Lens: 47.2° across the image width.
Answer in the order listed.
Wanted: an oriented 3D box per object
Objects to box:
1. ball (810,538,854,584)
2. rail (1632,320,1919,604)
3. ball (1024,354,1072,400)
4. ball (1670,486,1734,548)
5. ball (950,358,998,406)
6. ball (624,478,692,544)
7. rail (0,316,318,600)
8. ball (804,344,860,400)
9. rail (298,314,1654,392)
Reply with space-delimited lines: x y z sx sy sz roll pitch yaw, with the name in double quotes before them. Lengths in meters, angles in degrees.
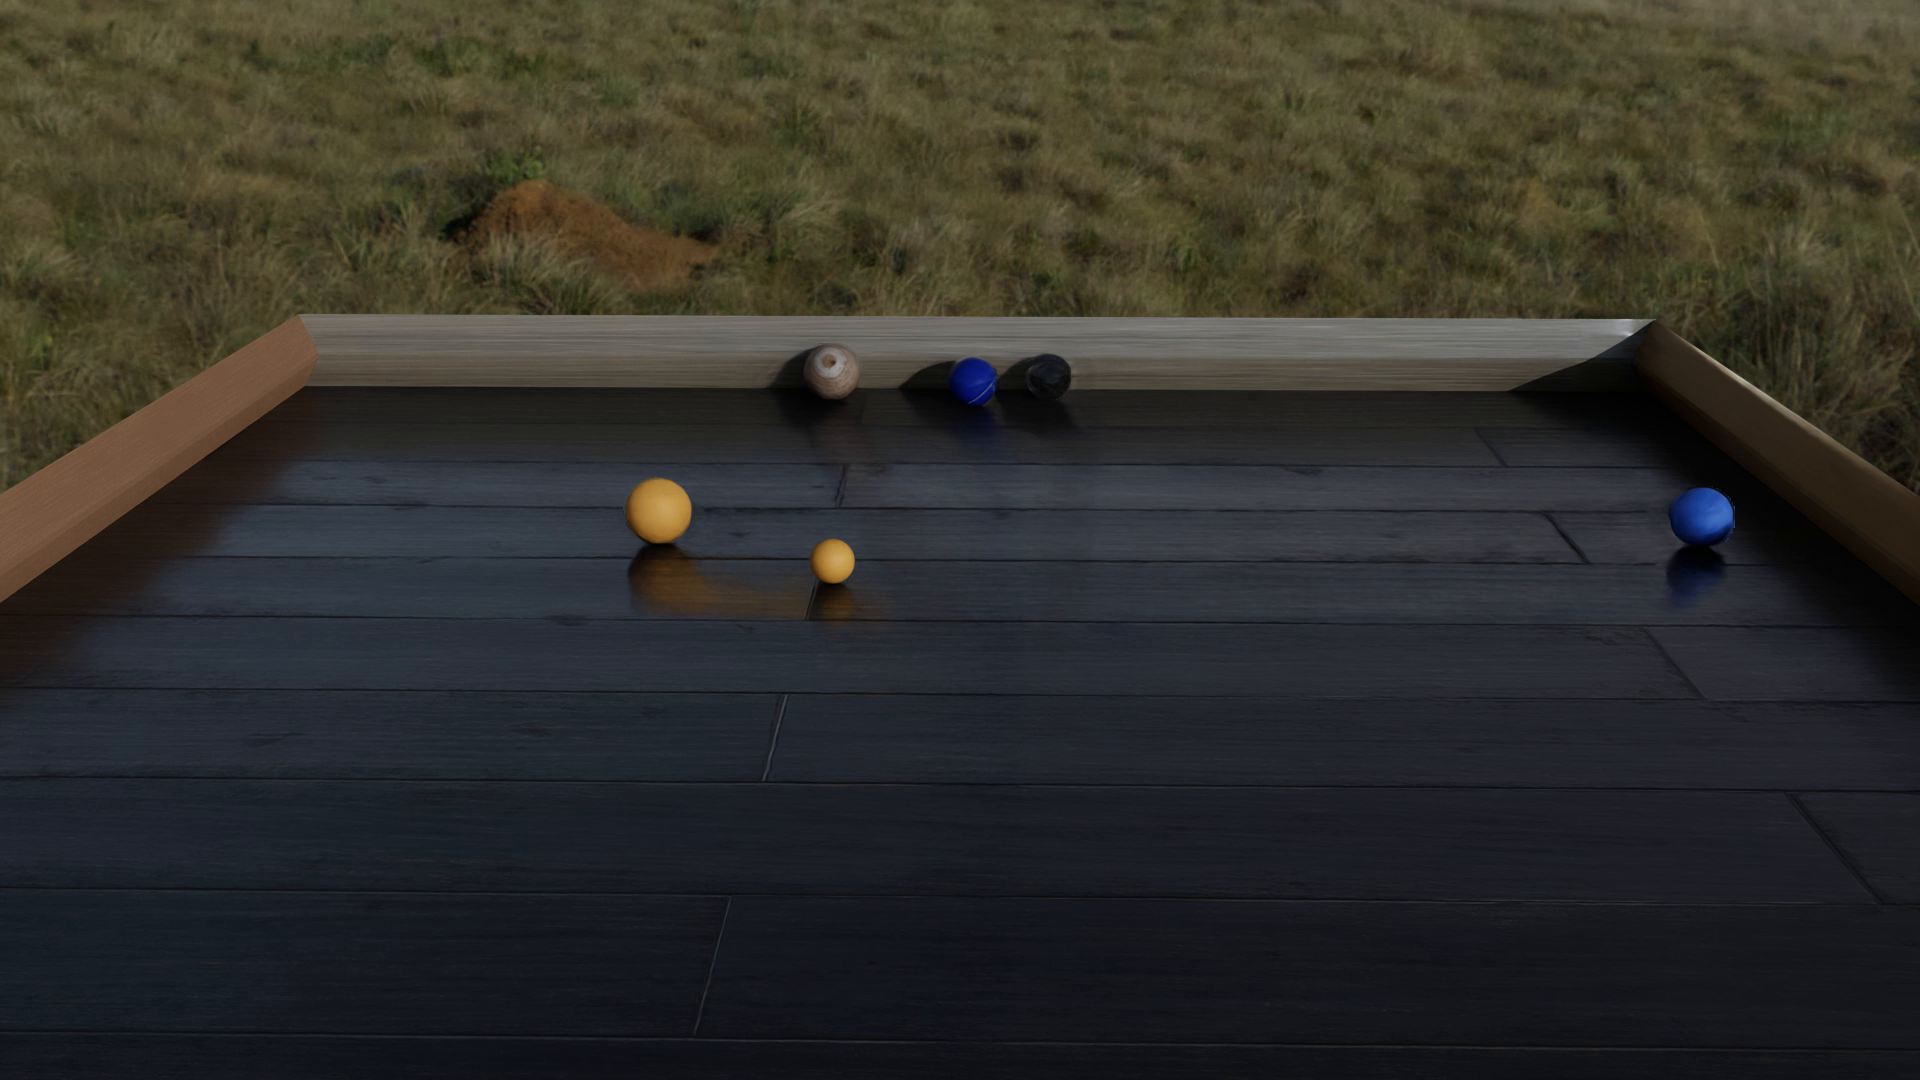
"ball" -0.161 0.027 2.778 0.057 0.057 0.057 0 17 0
"rail" 1.136 0.288 1.774 0.045 0.127 4.277 0 17 1
"ball" 0.151 -0.281 3.772 0.080 0.080 0.080 0 17 0
"ball" 0.988 -0.030 2.930 0.081 0.081 0.081 0 17 0
"ball" 0.023 -0.269 3.728 0.082 0.082 0.082 0 17 0
"ball" -0.404 -0.038 2.942 0.089 0.089 0.089 0 17 0
"rail" -1.179 0.275 1.818 0.045 0.127 4.277 0 17 1
"ball" -0.220 -0.287 3.765 0.097 0.097 0.097 0 17 0
"rail" 0.021 -0.321 3.822 2.363 0.127 0.045 0 17 1
